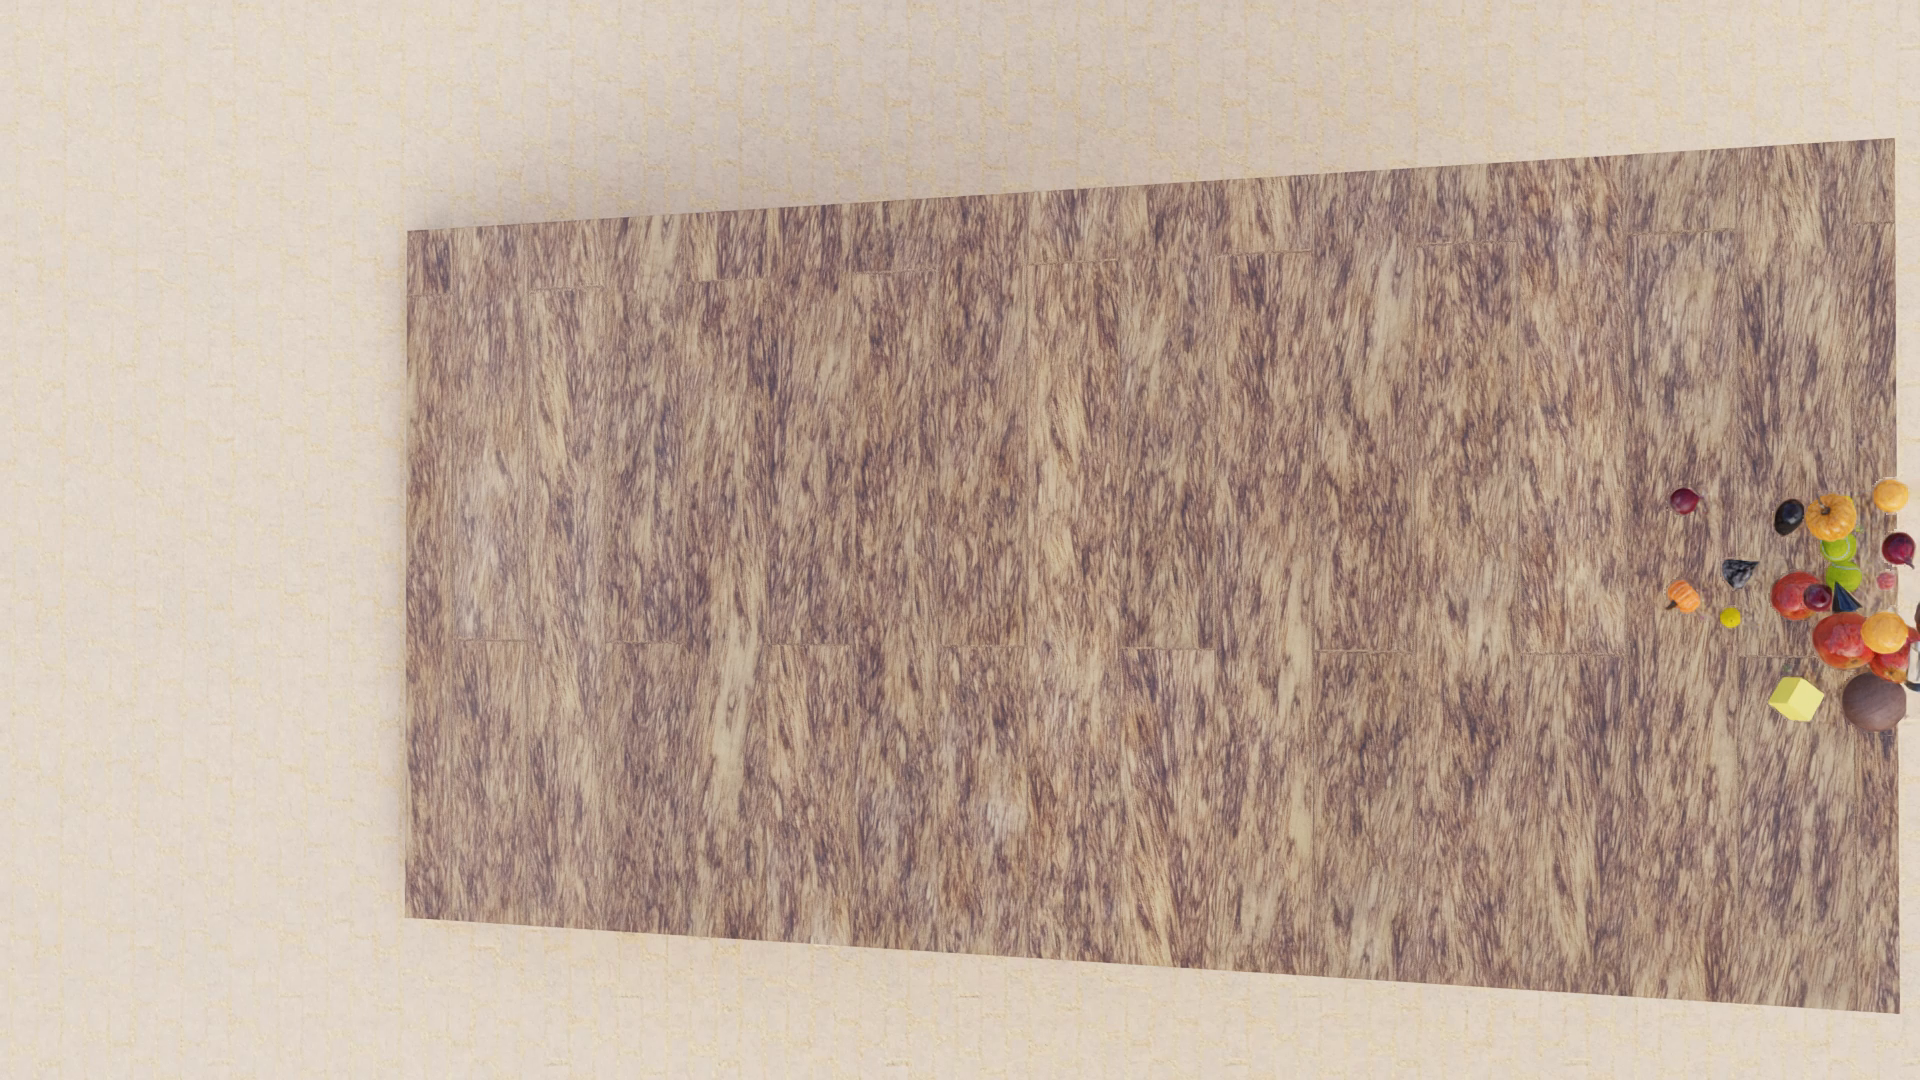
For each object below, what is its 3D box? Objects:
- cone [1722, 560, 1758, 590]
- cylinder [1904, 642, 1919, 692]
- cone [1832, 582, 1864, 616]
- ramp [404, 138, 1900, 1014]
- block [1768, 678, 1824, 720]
[{"bbox_3d":[1.692,0.061,4.730,0.070,0.070,0.070,14,61,-26],"label":"cone"},{"bbox_3d":[1.675,0.220,3.797,0.071,0.071,0.071,0,108,0],"label":"cylinder"},{"bbox_3d":[1.772,0.113,4.420,0.066,0.066,0.066,-19,84,0],"label":"cone"},{"bbox_3d":[0.281,0.089,5.758,4.000,0.100,2.000,0,89,20],"label":"ramp"},{"bbox_3d":[1.916,0.364,5.037,0.071,0.071,0.071,36,80,-9],"label":"block"}]
